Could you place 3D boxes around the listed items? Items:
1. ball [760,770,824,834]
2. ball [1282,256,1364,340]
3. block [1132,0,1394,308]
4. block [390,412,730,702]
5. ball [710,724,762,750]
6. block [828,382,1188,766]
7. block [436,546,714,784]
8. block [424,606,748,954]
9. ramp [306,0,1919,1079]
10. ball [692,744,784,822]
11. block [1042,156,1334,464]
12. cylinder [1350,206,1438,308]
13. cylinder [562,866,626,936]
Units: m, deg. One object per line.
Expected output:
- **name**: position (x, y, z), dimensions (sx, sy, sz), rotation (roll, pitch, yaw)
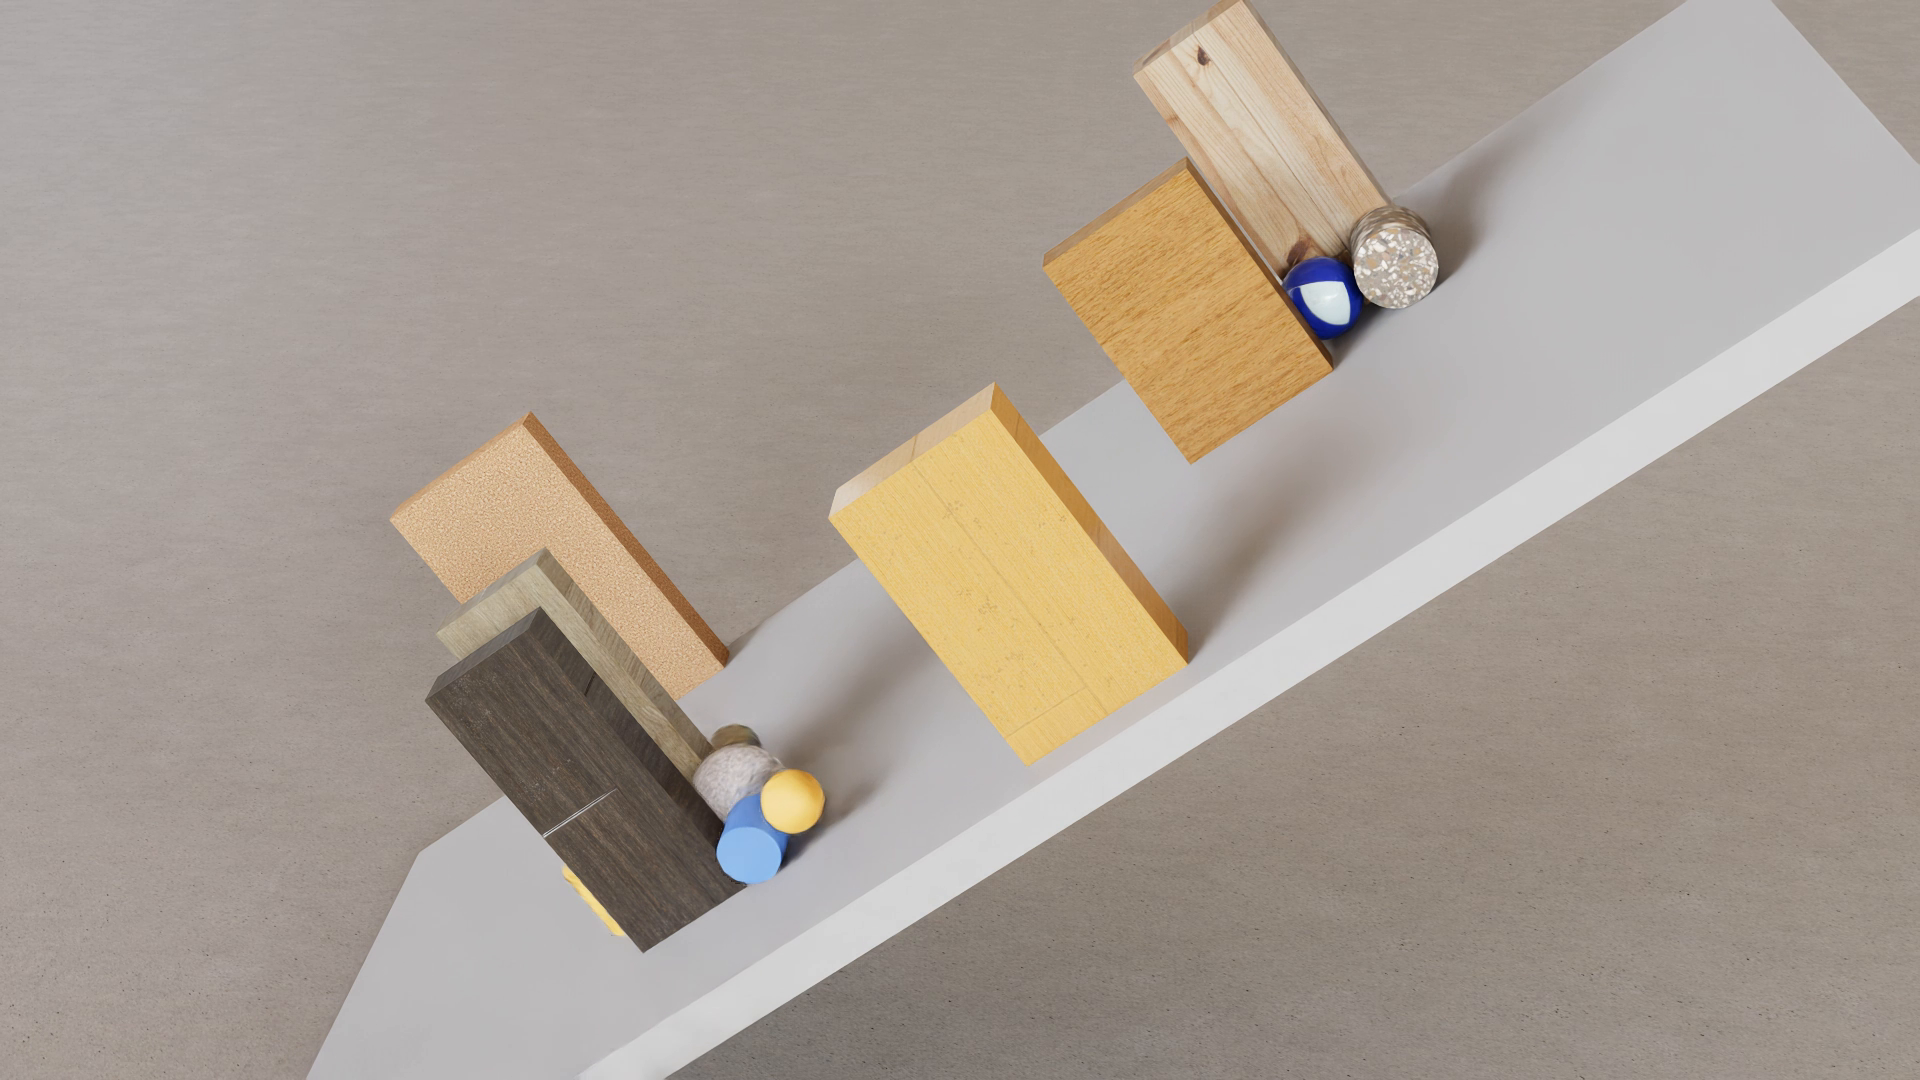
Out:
- **ball**: position (-0.332, 0.518, 5.834), dimensions (0.127, 0.127, 0.127), rotation (0, 22, 0)
- **ball**: position (0.775, -0.519, 6.309), dimensions (0.181, 0.181, 0.181), rotation (0, 22, 0)
- **block**: position (0.694, -0.816, 6.362), dimensions (0.279, 0.709, 0.129), rotation (-34, 16, 16)
- **block**: position (-0.993, 0.117, 7.331), dimensions (0.432, 0.792, 0.098), rotation (-34, 16, 16)
- **ball**: position (-0.485, 0.454, 6.339), dimensions (0.117, 0.117, 0.117), rotation (0, 22, 0)
- **block**: position (0.094, 0.067, 5.386), dimensions (0.363, 0.606, 0.146), rotation (-34, 16, 16)
- **block**: position (-0.762, 0.377, 6.211), dimensions (0.275, 0.719, 0.094), rotation (-34, 16, 16)
- **block**: position (-0.738, 0.485, 5.902), dimensions (0.270, 0.690, 0.114), rotation (-34, 16, 16)
- **ramp**: position (0.131, 0.177, 6.317), dimensions (4.000, 0.100, 2.000), rotation (-34, 16, 16)
- **ball**: position (-0.452, 0.523, 6.066), dimensions (0.205, 0.205, 0.205), rotation (0, 22, 0)
- **block**: position (0.482, -0.481, 6.205), dimensions (0.367, 0.538, 0.101), rotation (-34, 16, 16)
- **cylinder**: position (0.921, -0.602, 6.251), dimensions (0.175, 0.175, 0.175), rotation (2, 22, 4)
- **cylinder**: position (-0.715, 0.711, 6.185), dimensions (0.171, 0.171, 0.171), rotation (-35, 16, 11)
